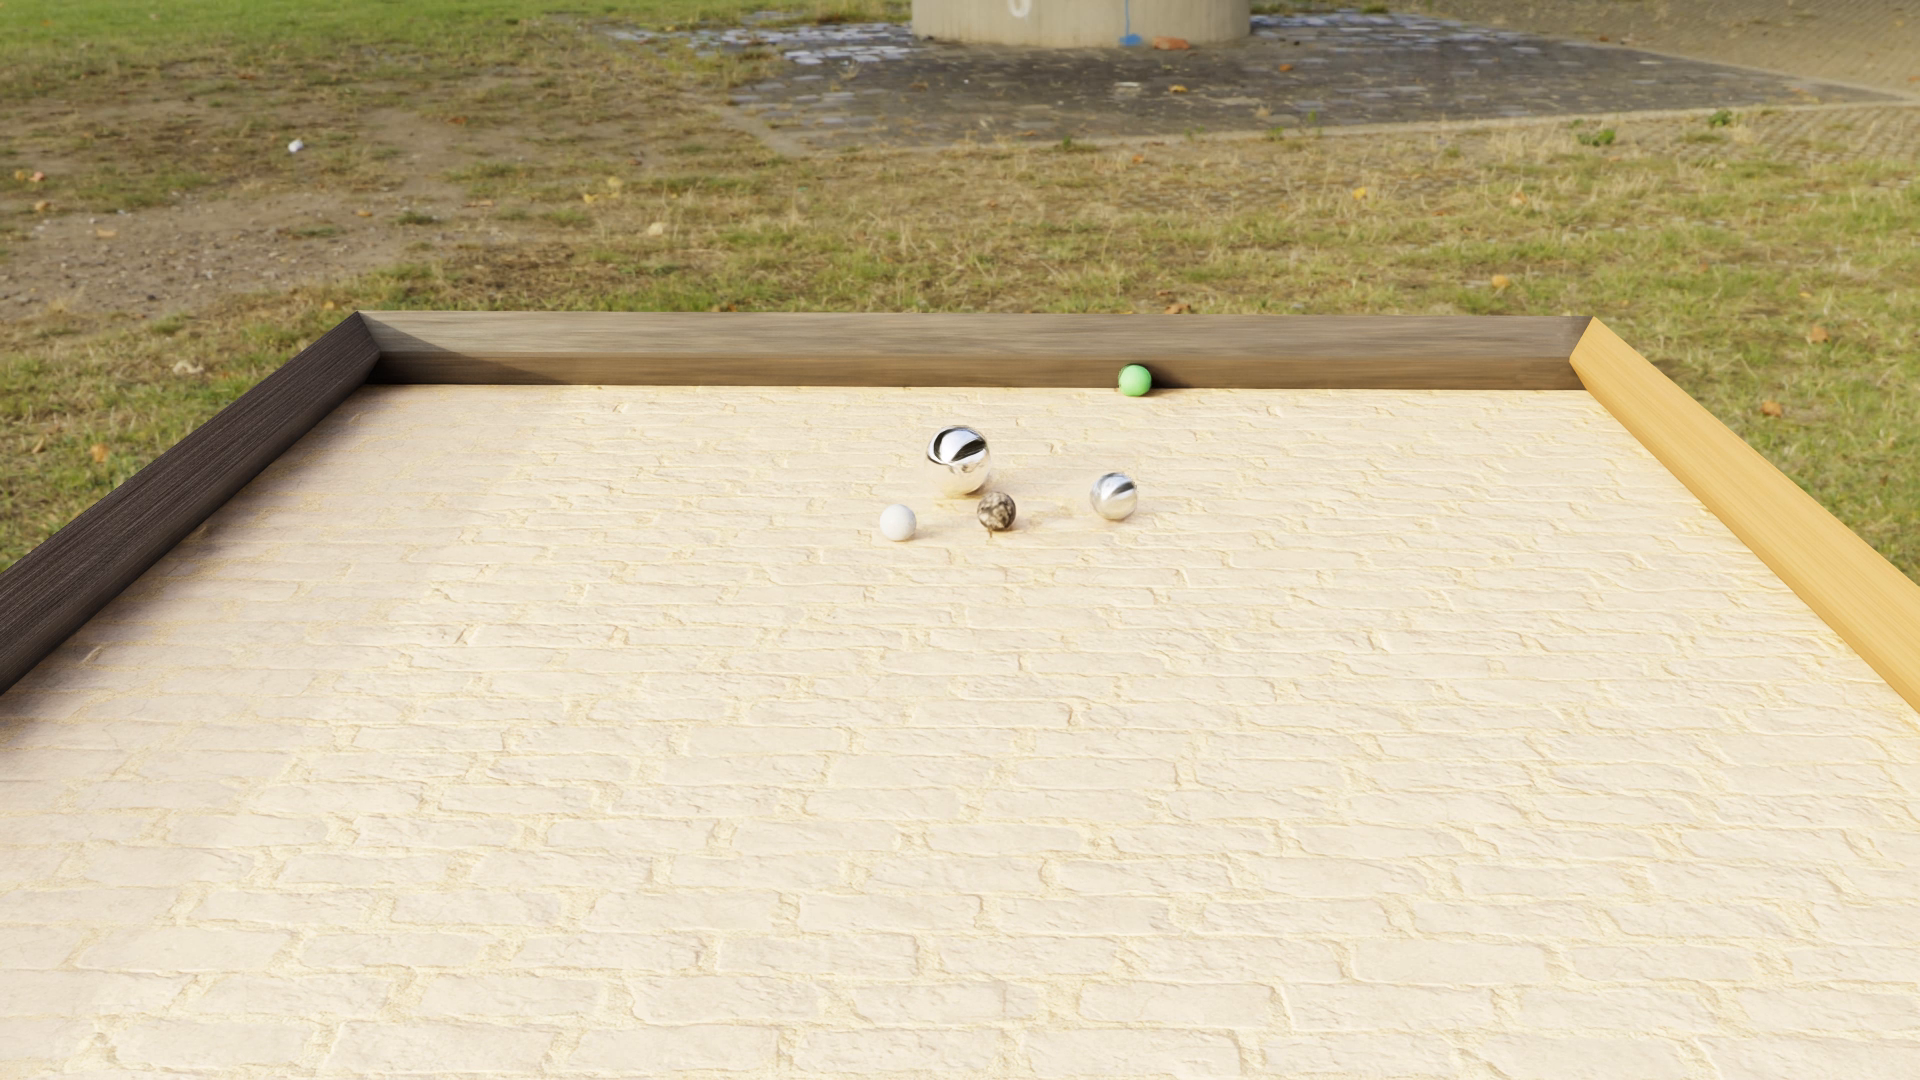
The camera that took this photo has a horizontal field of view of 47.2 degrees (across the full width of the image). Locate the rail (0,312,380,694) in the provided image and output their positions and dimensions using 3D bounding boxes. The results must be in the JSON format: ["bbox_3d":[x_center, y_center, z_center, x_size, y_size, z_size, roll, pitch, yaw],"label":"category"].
[{"bbox_3d":[-0.972,0.237,1.823,0.045,0.118,3.538,0,18,1],"label":"rail"}]

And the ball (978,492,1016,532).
[{"bbox_3d":[0.046,-0.036,2.781,0.050,0.050,0.050,0,18,0],"label":"ball"}]

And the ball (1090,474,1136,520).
[{"bbox_3d":[0.196,-0.055,2.822,0.061,0.061,0.061,0,18,0],"label":"ball"}]

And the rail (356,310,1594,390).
[{"bbox_3d":[0.019,-0.294,3.463,1.954,0.118,0.045,0,18,1],"label":"rail"}]

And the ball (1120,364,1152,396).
[{"bbox_3d":[0.275,-0.249,3.440,0.050,0.050,0.050,0,18,0],"label":"ball"}]

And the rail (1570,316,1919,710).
[{"bbox_3d":[0.934,0.249,1.784,0.045,0.118,3.538,0,18,1],"label":"rail"}]

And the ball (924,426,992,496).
[{"bbox_3d":[-0.003,-0.105,2.928,0.091,0.091,0.091,0,18,0],"label":"ball"}]

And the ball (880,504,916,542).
[{"bbox_3d":[-0.077,-0.022,2.742,0.047,0.047,0.047,0,18,0],"label":"ball"}]
